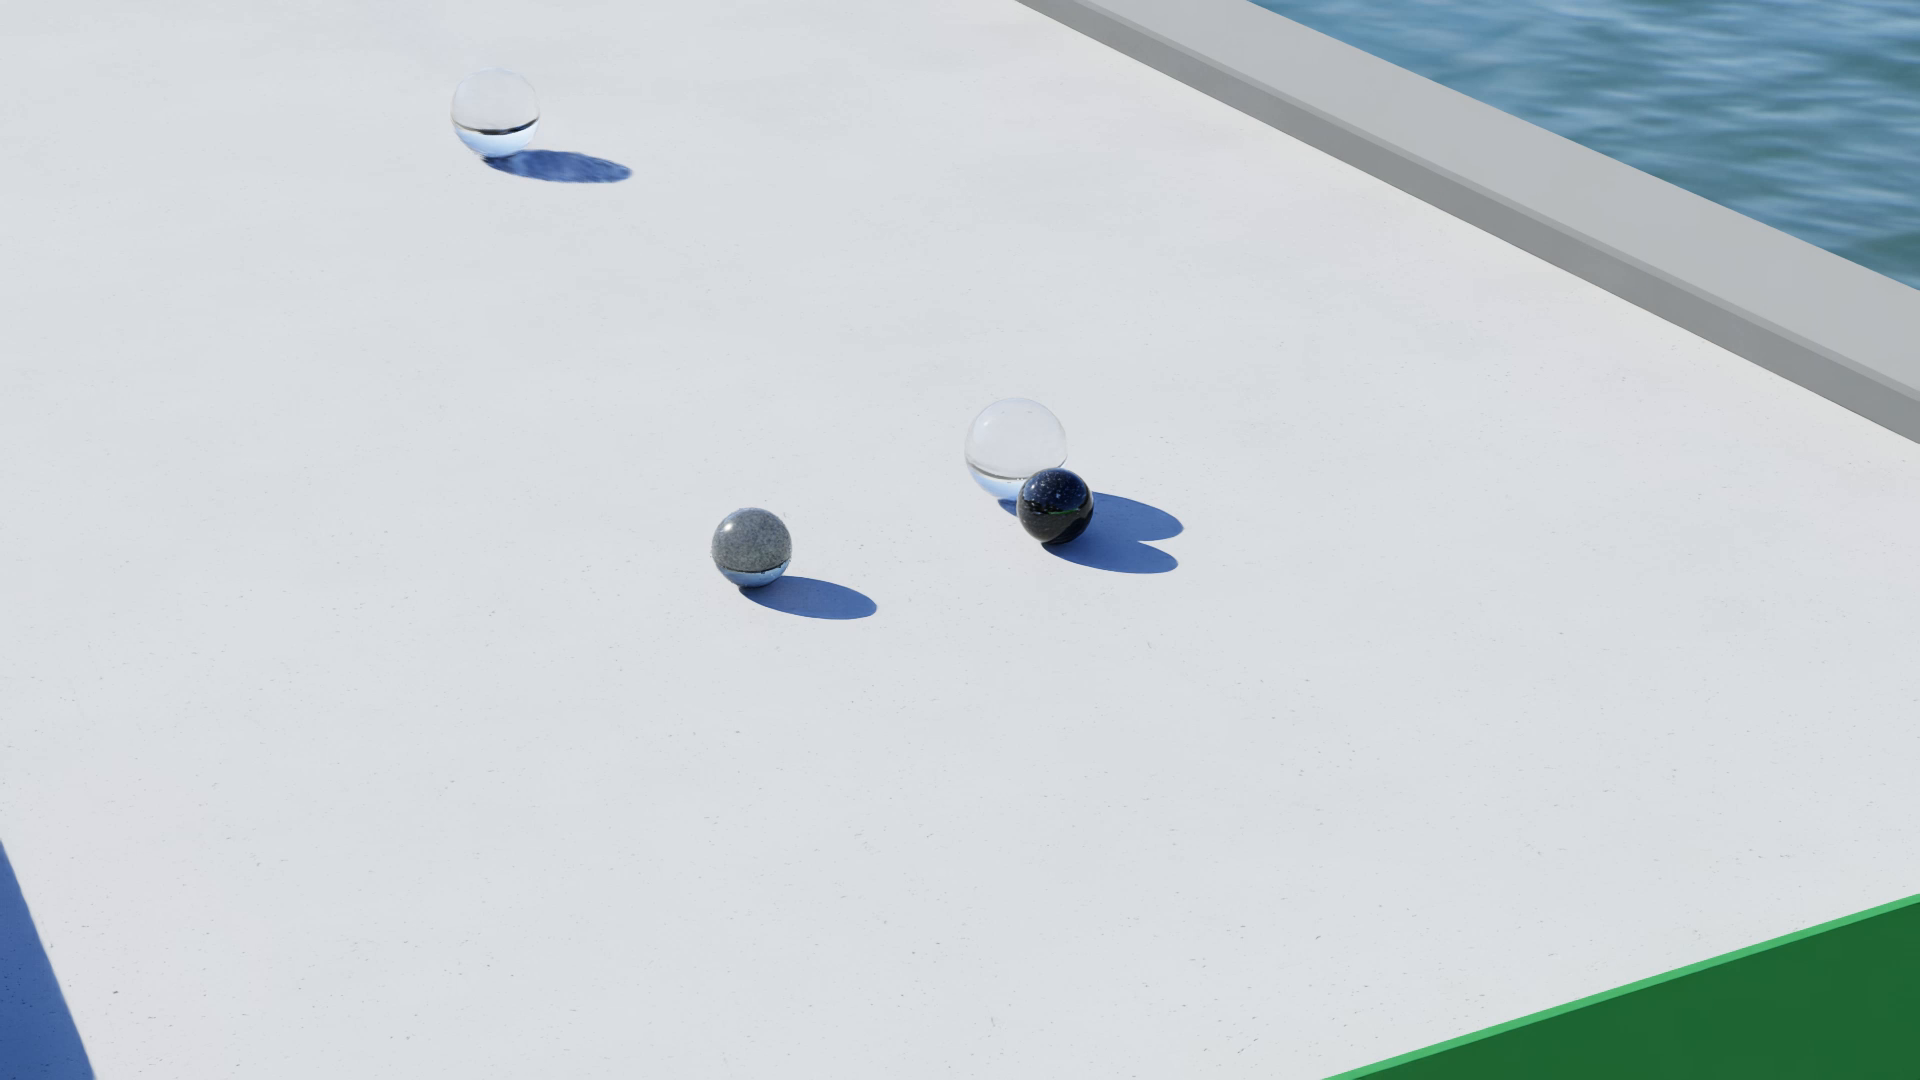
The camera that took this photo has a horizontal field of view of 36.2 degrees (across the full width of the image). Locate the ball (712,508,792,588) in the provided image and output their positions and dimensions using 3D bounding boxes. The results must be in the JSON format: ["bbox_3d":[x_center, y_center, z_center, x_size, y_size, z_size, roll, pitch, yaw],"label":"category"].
[{"bbox_3d":[-0.150,0.006,2.116,0.058,0.058,0.058,0,25,0],"label":"ball"}]

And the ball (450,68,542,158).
[{"bbox_3d":[-0.480,-0.441,3.039,0.093,0.093,0.093,0,25,0],"label":"ball"}]

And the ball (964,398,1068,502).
[{"bbox_3d":[0.043,-0.069,2.251,0.080,0.080,0.080,0,25,0],"label":"ball"}]

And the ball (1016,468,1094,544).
[{"bbox_3d":[0.071,-0.025,2.184,0.058,0.058,0.058,0,25,0],"label":"ball"}]

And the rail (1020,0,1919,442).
[{"bbox_3d":[0.348,-0.468,3.061,0.045,0.121,3.136,-12,27,-24],"label":"rail"}]

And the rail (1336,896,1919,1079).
[{"bbox_3d":[0.341,0.260,1.491,1.611,0.121,0.045,-12,27,-24],"label":"rail"}]
